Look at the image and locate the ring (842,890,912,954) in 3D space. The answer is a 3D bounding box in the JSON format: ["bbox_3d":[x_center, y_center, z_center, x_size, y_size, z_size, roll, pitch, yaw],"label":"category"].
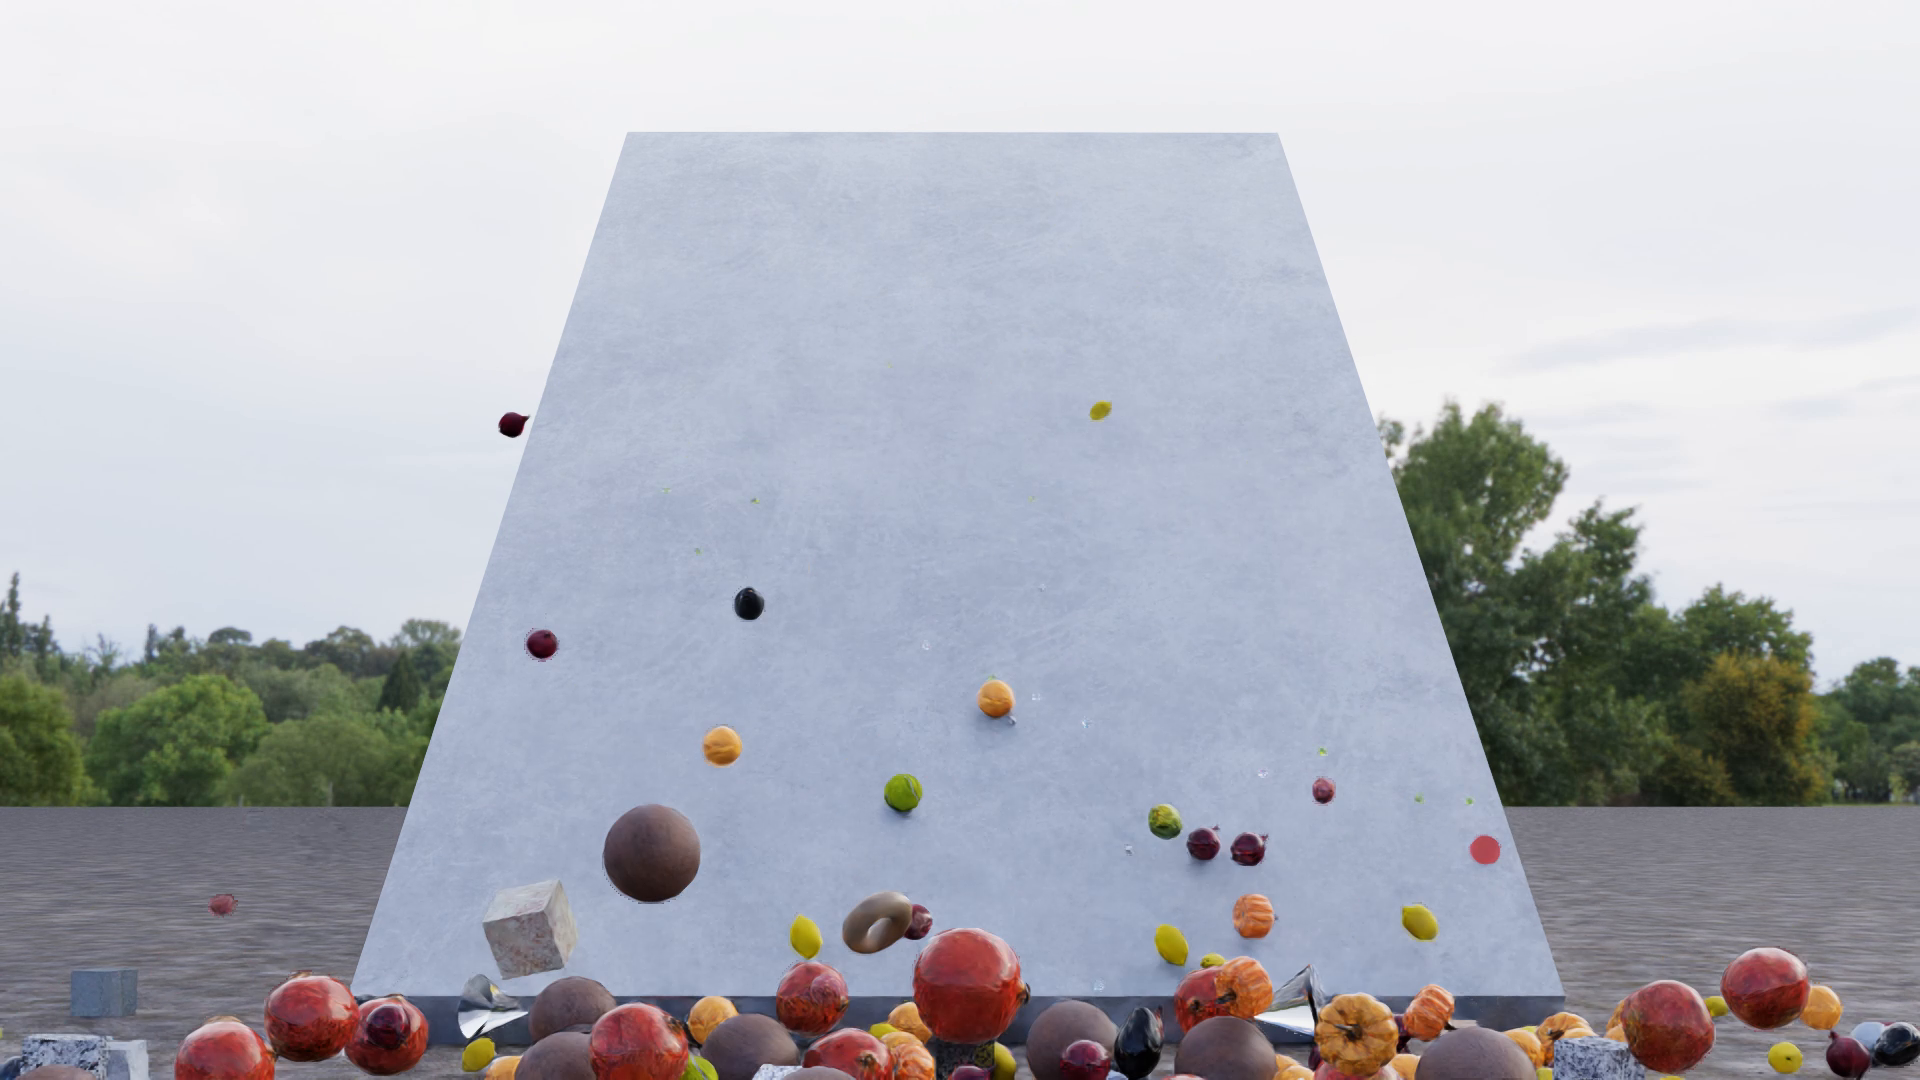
[{"bbox_3d":[-0.113,0.526,3.325,0.107,0.107,0.036,5,34,-41],"label":"ring"}]

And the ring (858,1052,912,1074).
[{"bbox_3d":[-0.111,0.776,3.583,0.080,0.027,0.080,4,-6,0],"label":"ring"}]

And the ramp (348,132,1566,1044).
[{"bbox_3d":[-0.013,-0.209,5.724,2.000,0.100,4.000,0,30,0],"label":"ramp"}]

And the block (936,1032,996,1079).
[{"bbox_3d":[0.008,0.720,3.316,0.080,0.080,0.080,0,-6,1],"label":"block"}]

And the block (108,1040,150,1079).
[{"bbox_3d":[-1.116,0.700,3.198,0.061,0.061,0.061,-5,-1,3],"label":"block"}]

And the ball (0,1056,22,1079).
[{"bbox_3d":[-1.230,0.708,3.165,0.066,0.066,0.066,0,-6,0],"label":"ball"}]

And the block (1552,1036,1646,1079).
[{"bbox_3d":[0.833,0.697,3.149,0.083,0.083,0.083,5,-2,-37],"label":"block"}]

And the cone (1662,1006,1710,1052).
[{"bbox_3d":[1.184,0.796,3.886,0.075,0.075,0.075,25,-19,-31],"label":"cone"}]

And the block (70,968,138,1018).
[{"bbox_3d":[-1.611,0.851,4.548,0.083,0.083,0.083,-3,-7,28],"label":"block"}]

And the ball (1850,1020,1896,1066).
[{"bbox_3d":[1.385,0.764,3.666,0.068,0.068,0.068,0,-6,0],"label":"ball"}]

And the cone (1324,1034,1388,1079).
[{"bbox_3d":[0.523,0.741,3.320,0.089,0.089,0.089,-27,7,-27],"label":"cone"}]

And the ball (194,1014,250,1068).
[{"bbox_3d":[-1.111,0.756,3.641,0.079,0.079,0.079,0,-6,0],"label":"ball"}]

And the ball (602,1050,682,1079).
[{"bbox_3d":[-0.386,0.669,2.934,0.099,0.099,0.099,0,-6,0],"label":"ball"}]

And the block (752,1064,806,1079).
[{"bbox_3d":[-0.222,0.680,2.949,0.055,0.055,0.055,-2,21,23],"label":"block"}]

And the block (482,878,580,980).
[{"bbox_3d":[-0.571,0.518,3.219,0.088,0.088,0.088,-13,18,9],"label":"block"}]

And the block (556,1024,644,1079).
[{"bbox_3d":[-0.484,0.705,3.248,0.096,0.096,0.096,-1,-6,6],"label":"block"}]

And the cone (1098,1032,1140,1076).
[{"bbox_3d":[0.234,0.755,3.560,0.063,0.063,0.063,0,-6,0],"label":"cone"}]

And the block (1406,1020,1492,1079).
[{"bbox_3d":[0.683,0.718,3.372,0.071,0.071,0.071,3,-35,-29],"label":"block"}]

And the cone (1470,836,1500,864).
[{"bbox_3d":[0.936,0.548,4.299,0.052,0.052,0.052,-2,2,16],"label":"cone"}]

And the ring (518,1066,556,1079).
[{"bbox_3d":[-0.576,0.754,3.384,0.084,0.028,0.084,1,-9,0],"label":"ring"}]

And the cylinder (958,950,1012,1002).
[{"bbox_3d":[0.035,0.627,3.477,0.060,0.060,0.060,16,-3,13],"label":"cylinder"}]

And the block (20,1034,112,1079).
[{"bbox_3d":[-1.151,0.687,3.107,0.094,0.094,0.094,4,-8,-11],"label":"block"}]

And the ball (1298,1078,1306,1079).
[{"bbox_3d":[0.405,0.675,2.863,0.072,0.072,0.072,0,-6,0],"label":"ball"}]

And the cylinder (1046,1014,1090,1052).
[{"bbox_3d":[0.168,0.767,3.763,0.052,0.052,0.052,10,-9,-20],"label":"cylinder"}]

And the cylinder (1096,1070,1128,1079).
[{"bbox_3d":[0.198,0.711,3.107,0.050,0.050,0.050,0,-4,-4],"label":"cylinder"}]
